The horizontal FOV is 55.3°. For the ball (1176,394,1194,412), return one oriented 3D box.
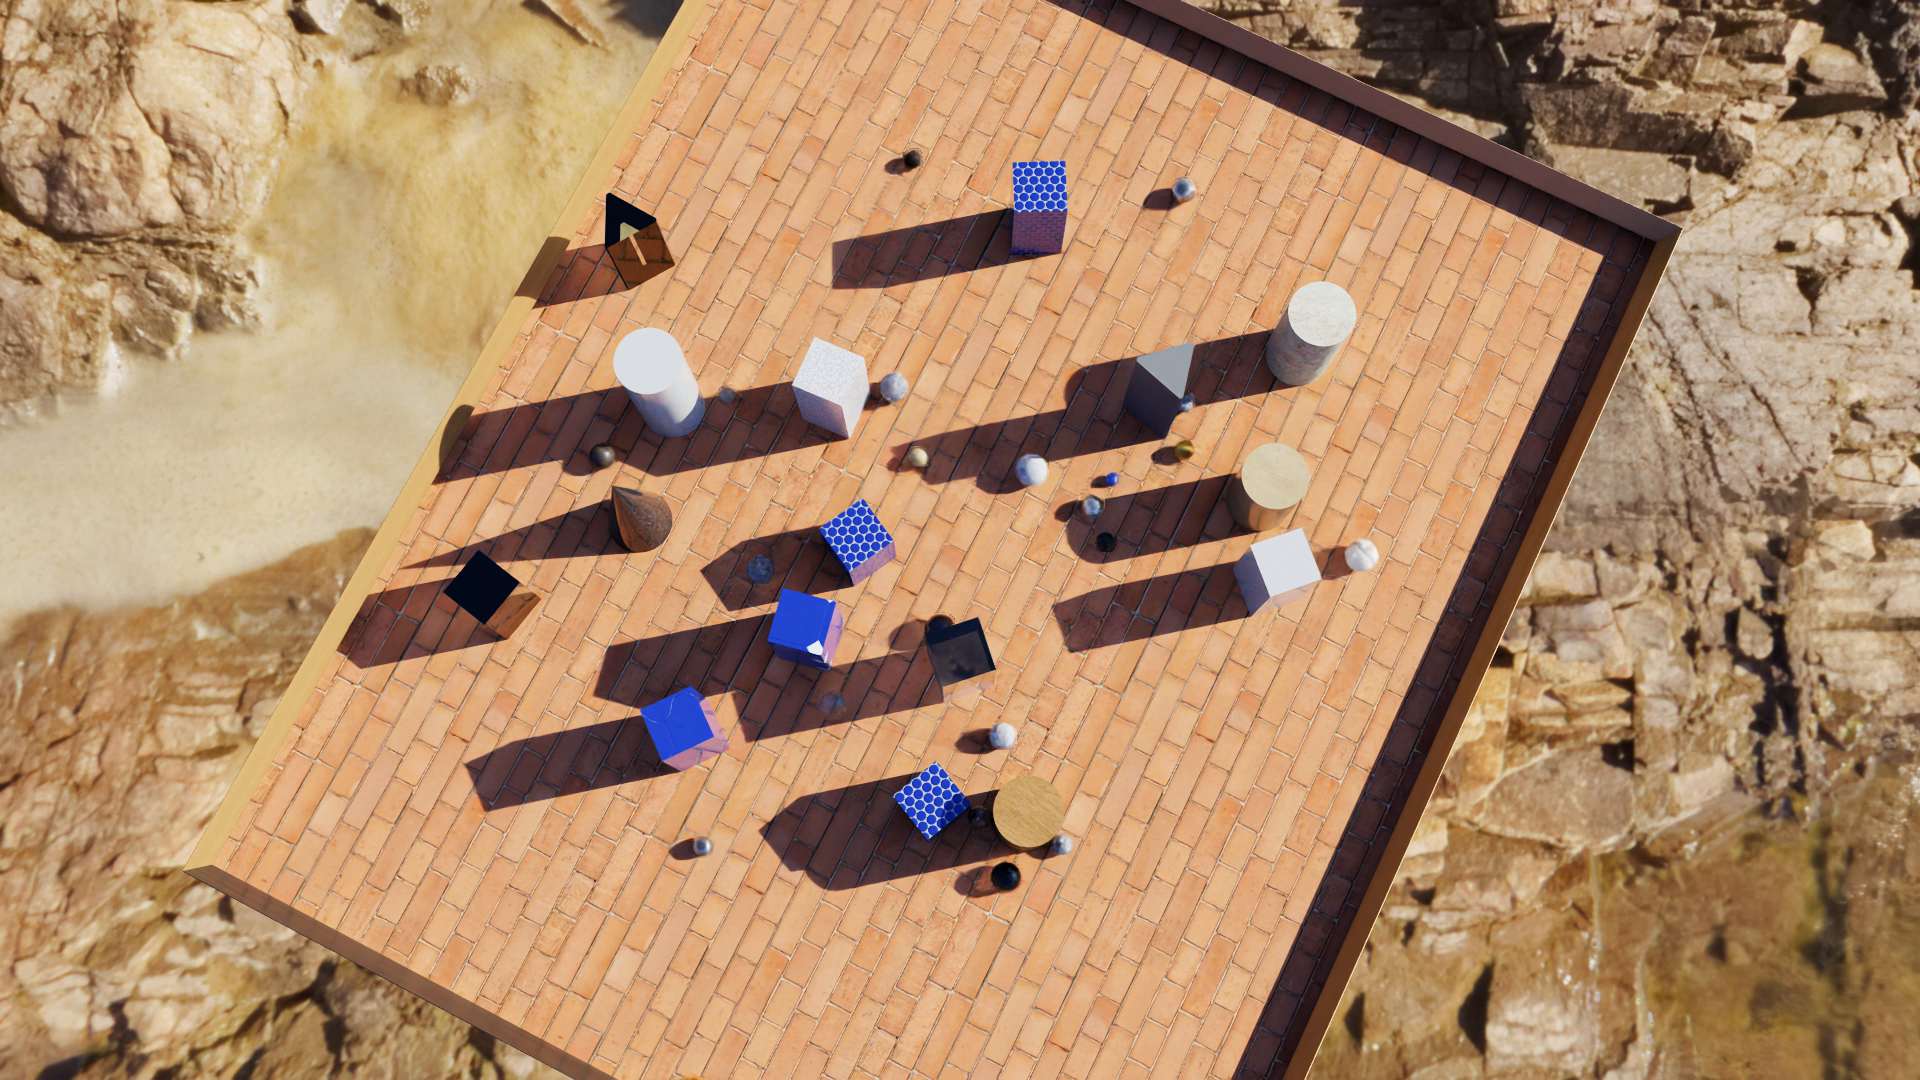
[{"bbox_3d":[0.693,-0.425,5.674,0.060,0.060,0.060,0,78,0],"label":"ball"}]

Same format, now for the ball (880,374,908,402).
[{"bbox_3d":[-0.205,-0.470,5.669,0.088,0.088,0.088,0,78,0],"label":"ball"}]

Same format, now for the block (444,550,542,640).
[{"bbox_3d":[-1.385,0.165,5.439,0.159,0.280,0.159,37,81,7],"label":"block"}]

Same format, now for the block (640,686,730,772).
[{"bbox_3d":[-0.793,0.551,5.313,0.159,0.370,0.159,-25,79,-5],"label":"block"}]

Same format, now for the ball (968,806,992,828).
[{"bbox_3d":[0.057,0.818,5.412,0.069,0.069,0.069,0,78,0],"label":"ball"}]

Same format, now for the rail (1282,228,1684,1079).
[{"bbox_3d":[1.383,0.684,5.408,0.045,0.129,3.766,26,80,5],"label":"rail"}]

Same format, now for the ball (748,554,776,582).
[{"bbox_3d":[-0.602,0.087,5.555,0.086,0.086,0.086,0,78,0],"label":"ball"}]

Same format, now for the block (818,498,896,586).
[{"bbox_3d":[-0.305,0.009,5.491,0.159,0.242,0.159,-35,80,-7],"label":"block"}]

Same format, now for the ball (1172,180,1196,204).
[{"bbox_3d":[0.709,-1.105,5.806,0.076,0.076,0.076,0,78,0],"label":"ball"}]

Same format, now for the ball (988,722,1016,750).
[{"bbox_3d":[0.125,0.584,5.456,0.079,0.079,0.079,0,78,0],"label":"ball"}]

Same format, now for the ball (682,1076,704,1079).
[{"bbox_3d":[-0.764,1.581,5.239,0.098,0.098,0.098,0,78,0],"label":"ball"}]

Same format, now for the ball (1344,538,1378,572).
[{"bbox_3d":[1.216,0.046,5.557,0.099,0.099,0.099,0,78,0],"label":"ball"}]

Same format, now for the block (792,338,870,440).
[{"bbox_3d":[-0.384,-0.453,5.518,0.159,0.377,0.159,23,79,5],"label":"block"}]

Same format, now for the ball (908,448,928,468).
[{"bbox_3d":[-0.128,-0.253,5.639,0.059,0.059,0.059,0,78,0],"label":"ball"}]

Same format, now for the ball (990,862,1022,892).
[{"bbox_3d":[0.135,0.986,5.367,0.089,0.089,0.089,0,78,0],"label":"ball"}]

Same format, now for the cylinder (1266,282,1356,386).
[{"bbox_3d":[1.056,-0.619,5.540,0.198,0.402,0.198,0,78,0],"label":"cylinder"}]

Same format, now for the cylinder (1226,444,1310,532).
[{"bbox_3d":[0.919,-0.154,5.488,0.198,0.314,0.198,0,78,0],"label":"cylinder"}]

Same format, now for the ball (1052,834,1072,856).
[{"bbox_3d":[0.301,0.898,5.399,0.061,0.061,0.061,0,78,0],"label":"ball"}]

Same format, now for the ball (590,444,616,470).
[{"bbox_3d":[-1.098,-0.258,5.629,0.079,0.079,0.079,0,78,0],"label":"ball"}]

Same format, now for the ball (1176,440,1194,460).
[{"bbox_3d":[0.693,-0.276,5.643,0.060,0.060,0.060,0,78,0],"label":"ball"}]

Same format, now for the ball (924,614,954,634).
[{"bbox_3d":[-0.059,0.269,5.513,0.094,0.094,0.094,0,78,0],"label":"ball"}]

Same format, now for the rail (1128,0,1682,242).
[{"bbox_3d":[0.831,-1.622,5.886,3.139,0.129,0.045,26,80,5],"label":"rail"}]

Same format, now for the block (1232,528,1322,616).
[{"bbox_3d":[0.933,0.099,5.416,0.159,0.353,0.159,-19,79,-4],"label":"block"}]

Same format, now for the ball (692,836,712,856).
[{"bbox_3d":[-0.758,0.901,5.400,0.060,0.060,0.060,0,78,0],"label":"ball"}]

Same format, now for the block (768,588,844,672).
[{"bbox_3d":[-0.449,0.267,5.379,0.159,0.356,0.159,15,79,3],"label":"block"}]

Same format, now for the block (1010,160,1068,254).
[{"bbox_3d":[0.239,-1.019,5.645,0.159,0.358,0.159,-2,78,0],"label":"block"}]

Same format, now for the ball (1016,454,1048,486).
[{"bbox_3d":[0.219,-0.215,5.611,0.099,0.099,0.099,0,78,0],"label":"ball"}]

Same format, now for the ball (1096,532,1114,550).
[{"bbox_3d":[0.442,0.005,5.586,0.057,0.057,0.057,0,78,0],"label":"ball"}]

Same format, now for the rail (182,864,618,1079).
[{"bbox_3d":[-0.831,1.635,5.211,3.139,0.129,0.045,26,80,5],"label":"rail"}]

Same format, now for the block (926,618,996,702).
[{"bbox_3d":[0.002,0.354,5.351,0.159,0.376,0.159,-18,79,-4],"label":"block"}]

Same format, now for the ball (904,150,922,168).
[{"bbox_3d":[-0.150,-1.211,5.839,0.056,0.056,0.056,0,78,0],"label":"ball"}]

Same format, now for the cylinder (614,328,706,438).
[{"bbox_3d":[-0.891,-0.464,5.469,0.198,0.476,0.198,0,78,0],"label":"cylinder"}]

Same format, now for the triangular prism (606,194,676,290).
[{"bbox_3d":[-1.011,-0.932,5.620,0.172,0.372,0.149,-30,80,-6],"label":"triangular prism"}]

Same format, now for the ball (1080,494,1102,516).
[{"bbox_3d":[0.403,-0.105,5.604,0.066,0.066,0.066,0,78,0],"label":"ball"}]

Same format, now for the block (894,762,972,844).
[{"bbox_3d":[-0.080,0.764,5.325,0.159,0.260,0.159,-39,81,-7],"label":"block"}]

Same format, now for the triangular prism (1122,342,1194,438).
[{"bbox_3d":[0.620,-0.468,5.480,0.172,0.458,0.149,43,81,8],"label":"triangular prism"}]

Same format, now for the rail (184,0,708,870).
[{"bbox_3d":[-1.383,-0.670,5.689,0.045,0.129,3.766,26,80,5],"label":"rail"}]

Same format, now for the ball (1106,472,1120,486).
[{"bbox_3d":[0.470,-0.188,5.634,0.042,0.042,0.042,0,78,0],"label":"ball"}]

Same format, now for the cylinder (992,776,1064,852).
[{"bbox_3d":[0.191,0.790,5.272,0.198,0.355,0.198,0,78,0],"label":"cylinder"}]

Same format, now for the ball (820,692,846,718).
[{"bbox_3d":[-0.379,0.493,5.473,0.081,0.081,0.081,0,78,0],"label":"ball"}]

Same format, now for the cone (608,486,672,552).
[{"bbox_3d":[-0.982,-0.106,5.397,0.198,0.473,0.198,0,78,0],"label":"cone"}]

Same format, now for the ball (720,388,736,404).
[{"bbox_3d":[-0.719,-0.448,5.683,0.051,0.051,0.051,0,78,0],"label":"ball"}]
